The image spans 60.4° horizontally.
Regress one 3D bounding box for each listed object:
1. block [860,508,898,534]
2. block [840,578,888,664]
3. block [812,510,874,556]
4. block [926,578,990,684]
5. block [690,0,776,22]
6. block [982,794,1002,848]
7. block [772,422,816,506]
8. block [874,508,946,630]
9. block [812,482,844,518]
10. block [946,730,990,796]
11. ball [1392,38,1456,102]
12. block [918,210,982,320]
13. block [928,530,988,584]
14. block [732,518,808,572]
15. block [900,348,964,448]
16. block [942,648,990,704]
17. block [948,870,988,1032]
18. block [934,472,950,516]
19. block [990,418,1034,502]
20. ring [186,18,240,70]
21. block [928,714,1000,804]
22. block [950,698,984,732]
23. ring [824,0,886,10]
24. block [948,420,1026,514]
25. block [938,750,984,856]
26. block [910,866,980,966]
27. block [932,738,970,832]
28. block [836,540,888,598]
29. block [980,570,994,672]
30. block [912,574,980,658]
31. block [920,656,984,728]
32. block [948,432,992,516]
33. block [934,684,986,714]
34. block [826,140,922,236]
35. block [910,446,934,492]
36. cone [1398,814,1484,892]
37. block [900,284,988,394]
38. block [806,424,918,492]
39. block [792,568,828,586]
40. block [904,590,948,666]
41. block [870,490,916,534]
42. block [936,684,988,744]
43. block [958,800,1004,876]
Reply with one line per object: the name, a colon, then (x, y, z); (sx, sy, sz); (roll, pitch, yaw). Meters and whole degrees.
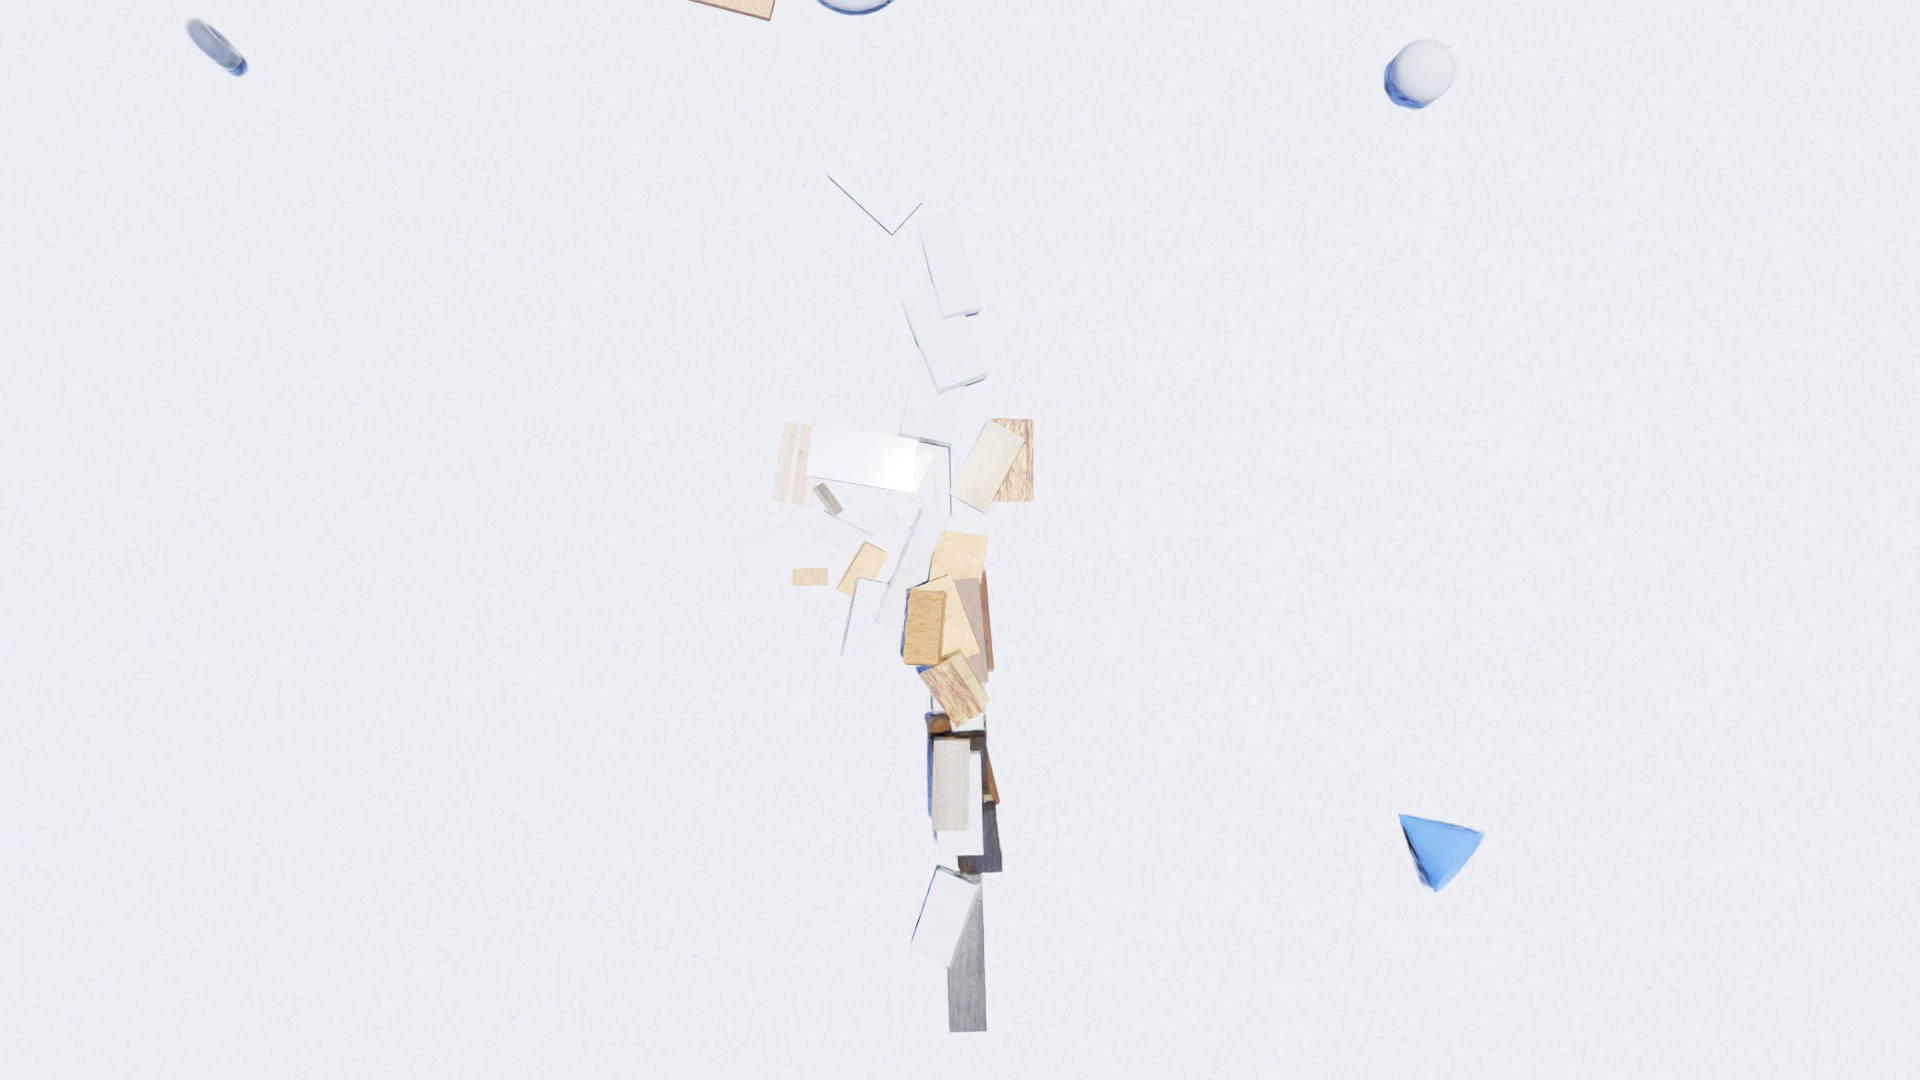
block: (-0.267, -0.061, 5.476); (0.116, 0.016, 0.058); (-17, 97, 13)
block: (-0.305, 0.266, 5.456); (0.132, 0.037, 0.265); (11, 91, -21)
block: (-0.390, -0.015, 5.477); (0.185, 0.026, 0.092); (27, 103, 0)
block: (-0.007, 0.297, 5.308); (0.169, 0.048, 0.338); (-6, 90, 3)
block: (-0.757, -1.837, 5.479); (0.296, 0.042, 0.148); (15, 90, 0)
block: (0.061, 0.944, 5.410); (0.125, 0.035, 0.250); (-7, 126, 3)
block: (-0.538, -0.252, 5.481); (0.132, 0.037, 0.265); (9, 90, 0)
block: (-0.163, 0.096, 5.425); (0.092, 0.026, 0.406); (19, 97, -29)
block: (-0.436, -0.134, 5.471); (0.016, 0.058, 0.116); (-36, 90, 30)
block: (0.026, 0.722, 5.299); (0.125, 0.035, 0.250); (-4, 123, 0)
ball: (1.519, -1.536, 5.400); (0.201, 0.201, 0.201); (0, 90, 0)
block: (-0.036, -0.909, 5.440); (0.130, 0.037, 0.351); (-13, 78, -6)
block: (-0.016, 0.140, 5.414); (0.169, 0.048, 0.337); (8, 70, 3)
block: (-0.632, 0.015, 5.483); (0.233, 0.033, 0.117); (-16, 90, 0)
block: (-0.076, -0.494, 5.440); (0.174, 0.049, 0.347); (12, 78, 0)
block: (0.002, 0.451, 5.259); (0.104, 0.029, 0.207); (-24, 116, 12)
block: (0.019, 1.366, 5.482); (0.125, 0.035, 0.530); (-2, 90, 0)
block: (-0.043, -0.150, 5.490); (0.072, 0.020, 0.143); (-7, 90, 0)
block: (0.172, -0.264, 5.460); (0.137, 0.039, 0.275); (0, 89, -16)
ring: (-2.444, -1.624, 5.401); (0.066, 0.197, 0.197); (-43, 90, 2)
block: (0.014, 0.720, 5.373); (0.168, 0.048, 0.337); (-12, 110, 3)
block: (0.024, 0.609, 5.292); (0.104, 0.029, 0.207); (-3, 110, 0)
ring: (-0.345, -1.940, 5.437); (0.385, 0.128, 0.385); (0, 90, 1)
block: (0.090, -0.241, 5.404); (0.137, 0.039, 0.274); (29, 92, 6)
block: (-0.003, 0.839, 5.255); (0.144, 0.041, 0.337); (-1, 102, 1)
block: (-0.050, 1.243, 5.444); (0.144, 0.041, 0.288); (20, 96, 16)
block: (-0.027, 0.771, 5.203); (0.117, 0.033, 0.300); (1, 102, 1)
block: (-0.323, 0.104, 5.464); (0.092, 0.026, 0.184); (29, 94, -24)
block: (0.014, 0.270, 5.417); (0.169, 0.048, 0.338); (-4, 70, -1)
block: (-0.043, 0.256, 5.268); (0.132, 0.037, 0.265); (-21, 89, 3)
block: (-0.025, 0.482, 5.216); (0.104, 0.029, 0.207); (-32, 101, 14)
block: (0.035, -0.220, 5.468); (0.137, 0.039, 0.275); (-1, 89, -10)
block: (-0.003, 0.402, 5.420); (0.168, 0.048, 0.337); (0, 70, 0)
block: (-0.284, -1.168, 5.479); (0.296, 0.042, 0.148); (43, 90, 0)
block: (-0.150, -0.236, 5.490); (0.072, 0.020, 0.143); (25, 90, 0)
cone: (1.545, 0.982, 5.443); (0.254, 0.254, 0.254); (40, 90, 27)
block: (-0.052, -0.669, 5.427); (0.174, 0.049, 0.347); (-20, 77, -8)
block: (-0.324, -0.272, 5.446); (0.347, 0.049, 0.174); (9, 90, -3)
block: (-0.499, 0.123, 5.492); (0.116, 0.016, 0.058); (-1, 90, 0)
block: (-0.109, 0.275, 5.199); (0.117, 0.033, 0.233); (1, 80, 22)
block: (-0.221, -0.093, 5.490); (0.143, 0.020, 0.072); (43, 90, 0)
block: (0.005, 0.644, 5.448); (0.168, 0.048, 0.337); (-2, 93, -1)
block: (0.057, 0.975, 5.383); (0.144, 0.041, 0.288); (-6, 126, 2)
